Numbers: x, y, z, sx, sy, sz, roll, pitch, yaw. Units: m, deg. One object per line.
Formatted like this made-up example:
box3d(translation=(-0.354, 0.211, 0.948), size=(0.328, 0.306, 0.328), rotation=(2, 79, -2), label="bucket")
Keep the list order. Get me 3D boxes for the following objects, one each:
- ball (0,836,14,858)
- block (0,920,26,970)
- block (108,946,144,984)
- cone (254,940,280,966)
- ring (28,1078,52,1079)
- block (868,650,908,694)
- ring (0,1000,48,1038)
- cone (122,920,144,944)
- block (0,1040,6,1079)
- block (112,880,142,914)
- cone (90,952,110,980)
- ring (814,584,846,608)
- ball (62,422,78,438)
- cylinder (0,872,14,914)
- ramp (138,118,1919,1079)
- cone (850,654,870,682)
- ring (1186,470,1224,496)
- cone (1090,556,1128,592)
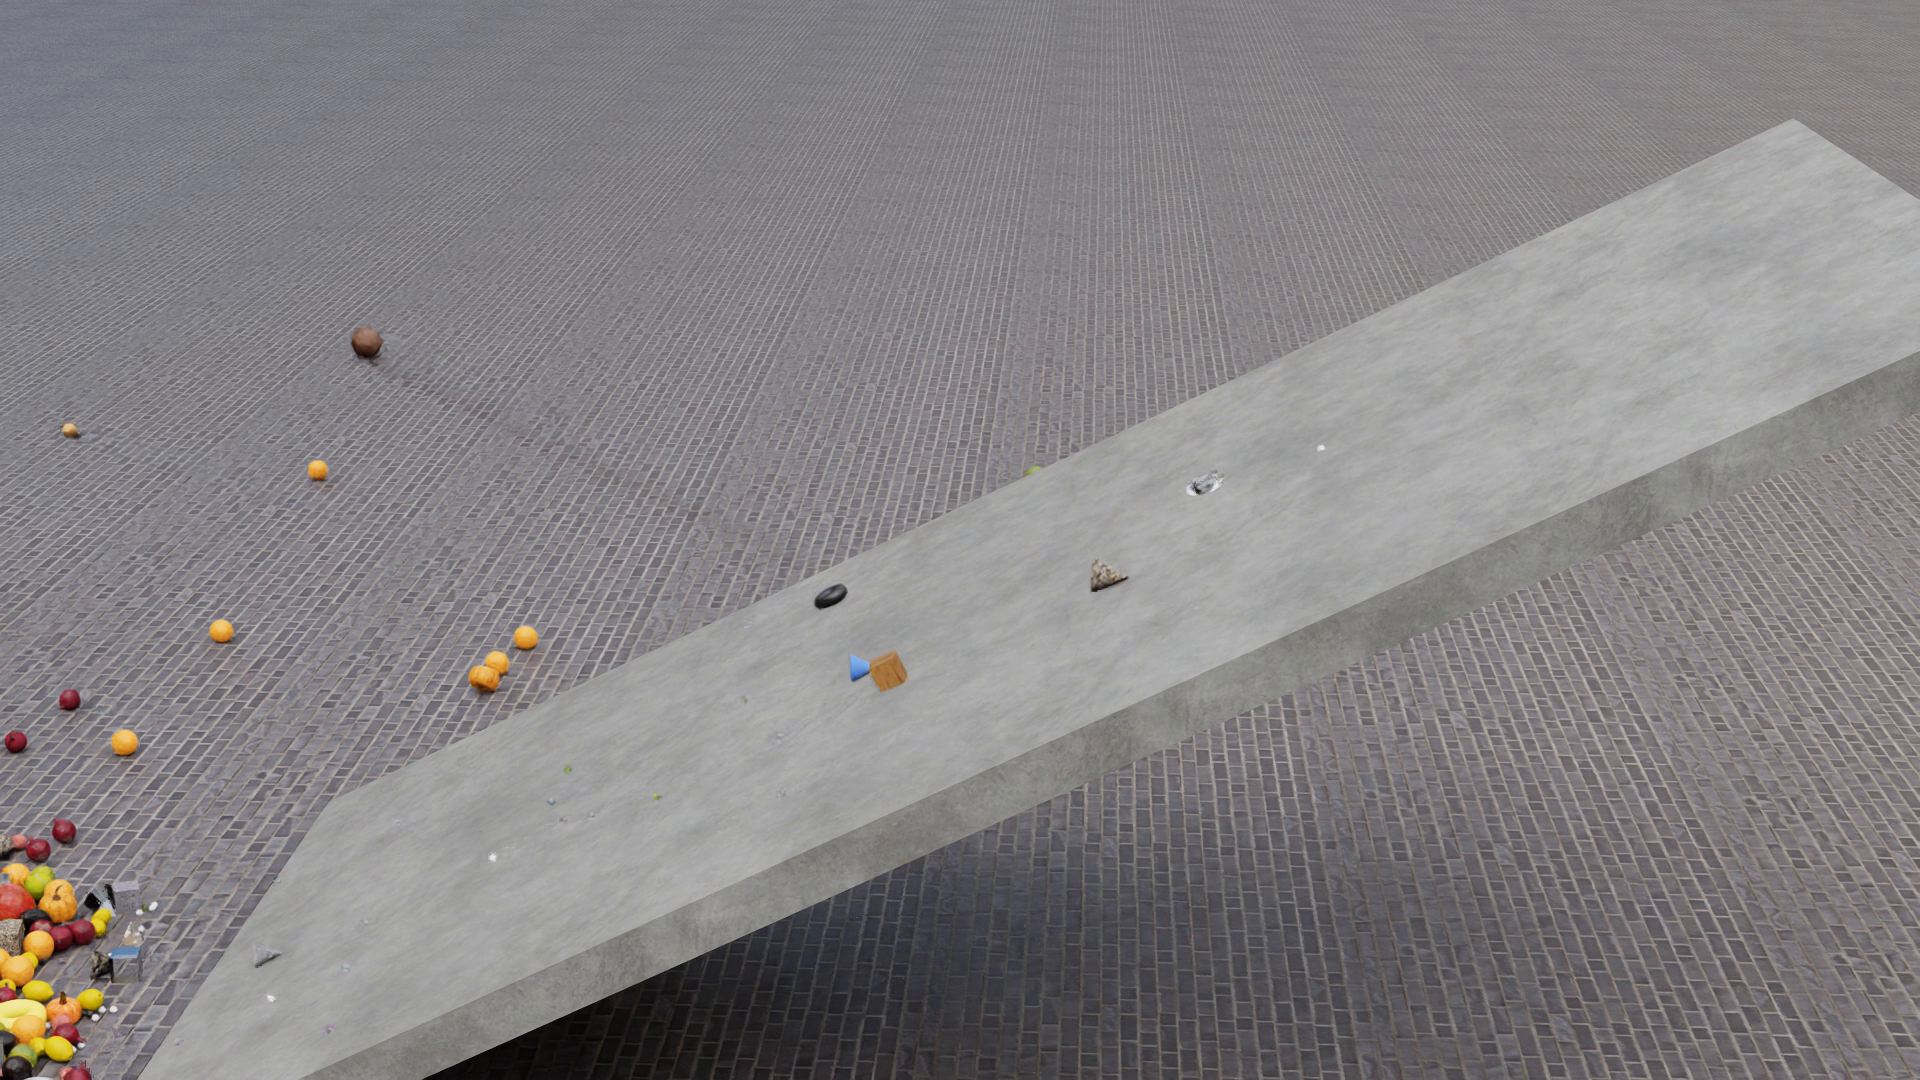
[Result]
box3d(translation=(-2.420, 0.775, 7.439), size=(0.055, 0.055, 0.055), rotation=(0, 16, 0), label="ball")
box3d(translation=(-2.221, 0.939, 6.826), size=(0.086, 0.086, 0.086), rotation=(-3, 17, -9), label="block")
box3d(translation=(-1.913, 0.975, 6.748), size=(0.061, 0.061, 0.061), rotation=(-1, 16, -5), label="block")
box3d(translation=(-1.510, 0.905, 6.428), size=(0.059, 0.059, 0.059), rotation=(8, 14, -17), label="cone")
box3d(translation=(-1.942, 1.159, 6.169), size=(0.106, 0.035, 0.106), rotation=(0, 15, 0), label="ring")
box3d(translation=(-0.149, 0.272, 6.105), size=(0.058, 0.058, 0.058), rotation=(-25, 14, 10), label="block")
box3d(translation=(-2.085, 1.058, 6.495), size=(0.137, 0.046, 0.137), rotation=(0, 18, 0), label="ring")
box3d(translation=(-1.956, 0.922, 6.945), size=(0.052, 0.052, 0.052), rotation=(0, 16, 0), label="cone")
box3d(translation=(-2.091, 1.112, 6.237), size=(0.088, 0.088, 0.088), rotation=(8, 18, 25), label="block")
box3d(translation=(-2.018, 0.865, 7.125), size=(0.059, 0.059, 0.059), rotation=(-6, 17, -18), label="block")
box3d(translation=(-1.984, 0.989, 6.761), size=(0.061, 0.061, 0.061), rotation=(6, 44, 18), label="cone")
box3d(translation=(-0.308, 0.134, 6.988), size=(0.086, 0.029, 0.086), rotation=(-27, 12, 6), label="ring")
box3d(translation=(-3.488, -0.429, 11.520), size=(0.058, 0.058, 0.058), rotation=(0, 16, 0), label="ball")
box3d(translation=(-2.337, 0.855, 7.097), size=(0.095, 0.095, 0.095), rotation=(-4, 17, -13), label="cylinder")
box3d(translation=(0.138, 0.168, 6.281), size=(4.000, 0.100, 2.000), rotation=(-25, 14, 10), label="ramp")
box3d(translation=(-0.203, 0.272, 6.275), size=(0.060, 0.060, 0.060), rotation=(-1, 16, -3), label="cone")
box3d(translation=(0.529, -0.122, 6.336), size=(0.087, 0.029, 0.087), rotation=(-25, 15, 7), label="ring")
box3d(translation=(0.311, 0.074, 6.014), size=(0.073, 0.073, 0.073), rotation=(6, 17, 14), label="cone")
